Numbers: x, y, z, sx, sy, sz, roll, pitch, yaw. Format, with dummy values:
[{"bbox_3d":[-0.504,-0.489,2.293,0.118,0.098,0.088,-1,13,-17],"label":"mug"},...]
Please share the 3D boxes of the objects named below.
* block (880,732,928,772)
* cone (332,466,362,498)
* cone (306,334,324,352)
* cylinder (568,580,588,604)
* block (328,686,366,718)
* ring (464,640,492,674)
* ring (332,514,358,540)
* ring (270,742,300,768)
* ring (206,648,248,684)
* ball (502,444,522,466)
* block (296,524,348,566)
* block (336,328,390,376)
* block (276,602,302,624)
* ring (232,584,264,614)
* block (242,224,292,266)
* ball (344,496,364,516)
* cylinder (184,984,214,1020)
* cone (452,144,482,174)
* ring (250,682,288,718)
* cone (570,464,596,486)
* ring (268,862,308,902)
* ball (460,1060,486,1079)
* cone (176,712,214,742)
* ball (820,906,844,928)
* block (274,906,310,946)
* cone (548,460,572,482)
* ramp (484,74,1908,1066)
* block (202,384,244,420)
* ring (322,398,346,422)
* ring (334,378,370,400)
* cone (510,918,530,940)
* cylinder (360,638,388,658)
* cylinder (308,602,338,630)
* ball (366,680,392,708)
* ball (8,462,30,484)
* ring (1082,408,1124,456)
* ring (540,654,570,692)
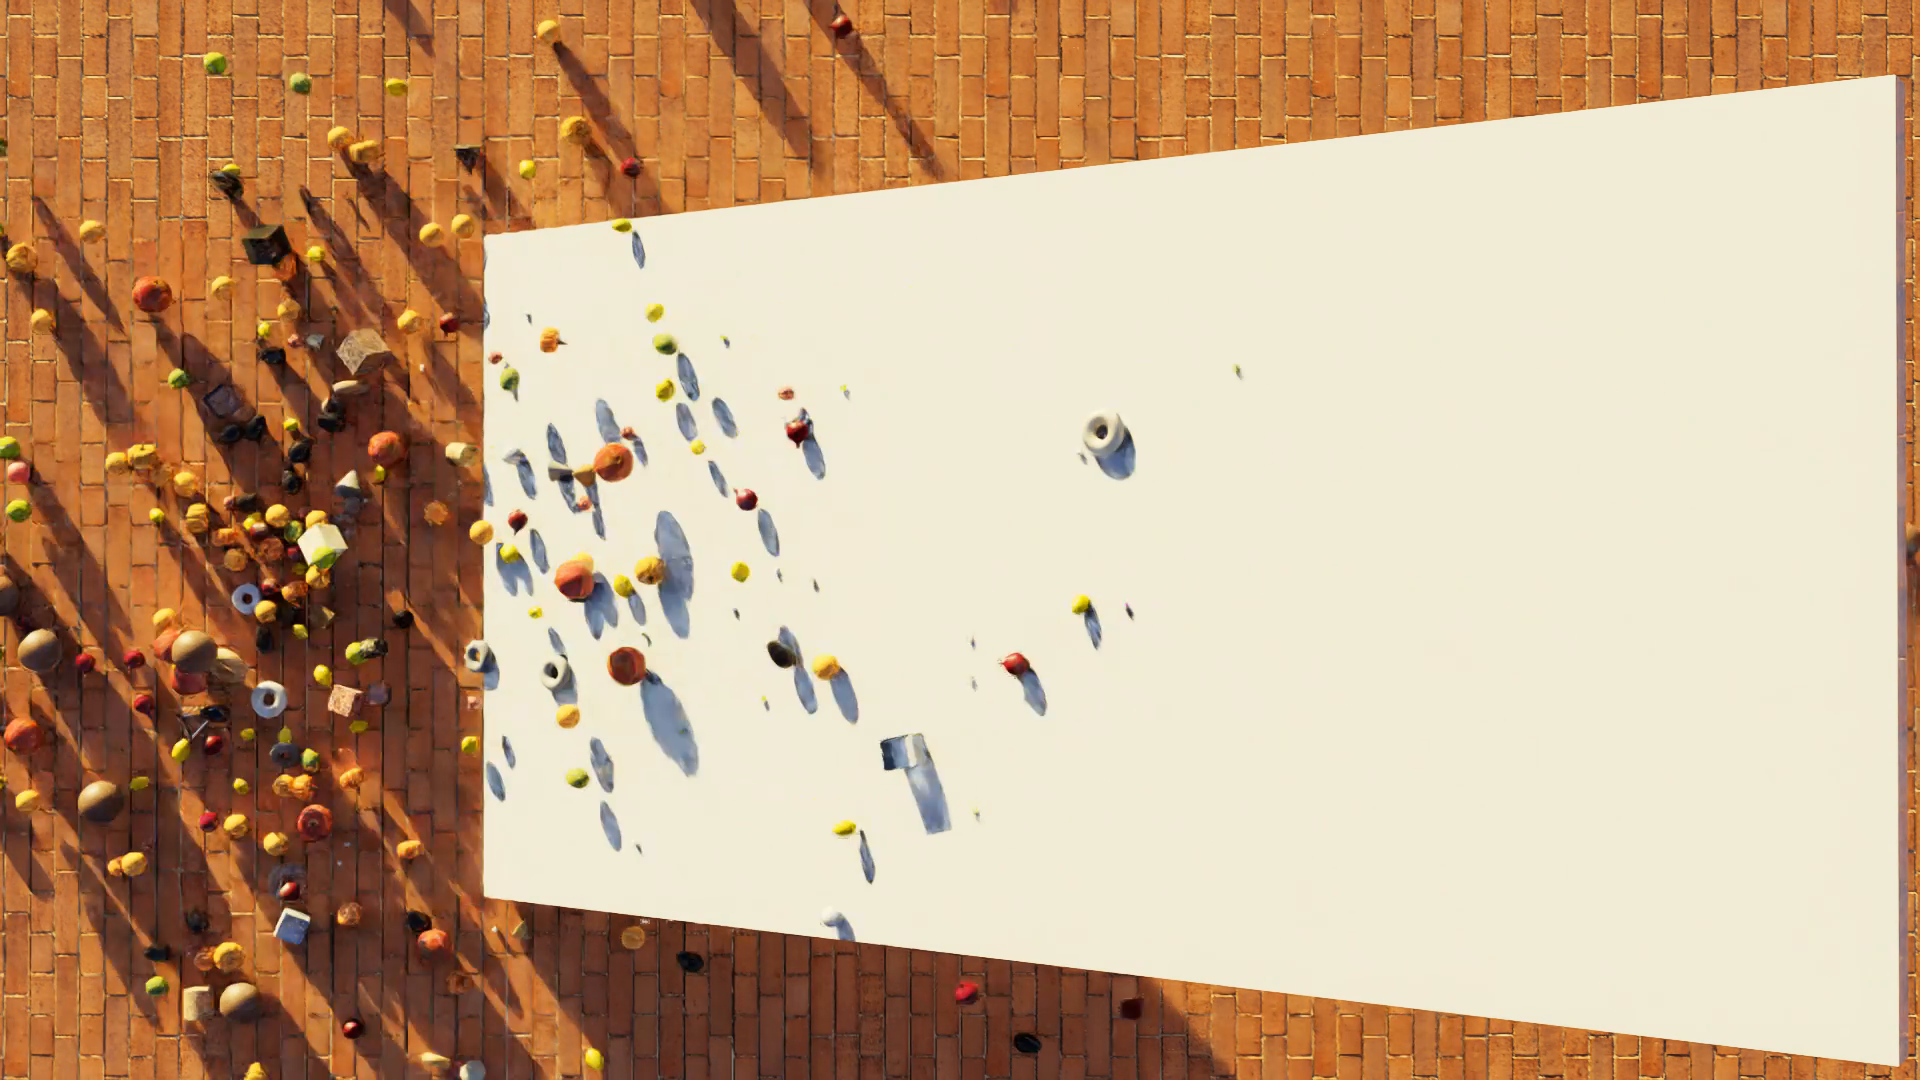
[{"bbox_3d":[-0.147,0.553,5.737,0.082,0.082,0.082,-16,81,33],"label":"block"},{"bbox_3d":[-1.858,-0.185,6.716,0.092,0.092,0.092,8,63,0],"label":"cone"},{"bbox_3d":[-1.964,-0.594,6.719,0.053,0.053,0.053,-3,47,4],"label":"cone"},{"bbox_3d":[-1.110,0.150,6.391,0.054,0.054,0.054,5,104,0],"label":"cylinder"},{"bbox_3d":[-1.861,0.490,6.684,0.075,0.075,0.075,18,90,16],"label":"block"},{"bbox_3d":[-1.454,0.353,6.637,0.103,0.034,0.103,0,91,35],"label":"ring"},{"bbox_3d":[-1.881,-0.040,6.722,0.083,0.028,0.083,0,91,1],"label":"ring"},{"bbox_3d":[-2.056,0.656,6.699,0.091,0.030,0.091,-2,121,-3],"label":"ring"},{"bbox_3d":[-2.228,0.381,6.677,0.134,0.134,0.045,25,49,0],"label":"ring"},{"bbox_3d":[-1.333,-0.253,6.545,0.063,0.063,0.063,0,90,0],"label":"ball"},{"bbox_3d":[-1.934,0.015,6.667,0.088,0.088,0.088,-38,71,20],"label":"block"},{"bbox_3d":[-1.803,-0.569,6.646,0.094,0.094,0.094,51,122,13],"label":"block"},{"bbox_3d":[-2.048,0.224,6.706,0.053,0.053,0.053,20,90,0],"label":"block"},{"bbox_3d":[-2.176,0.179,6.718,0.094,0.031,0.094,0,91,-2],"label":"ring"},{"bbox_3d":[-2.102,-0.894,6.667,0.090,0.090,0.090,2,126,20],"label":"block"},{"bbox_3d":[-1.849,-0.102,6.705,0.060,0.060,0.060,0,90,0],"label":"ball"},{"bbox_3d":[-2.310,1.404,6.678,0.089,0.089,0.089,0,90,0],"label":"cylinder"},{"bbox_3d":[-1.500,-1.158,6.714,0.090,0.090,0.090,-3,108,0],"label":"cone"},{"bbox_3d":[-2.109,0.487,6.713,0.111,0.037,0.111,0,89,-1],"label":"ring"},{"bbox_3d":[-1.108,-0.189,6.391,0.068,0.068,0.068,0,89,34],"label":"cone"},{"bbox_3d":[-2.051,1.044,6.706,0.123,0.041,0.123,0,88,0],"label":"ring"},{"bbox_3d":[-1.479,1.619,6.683,0.076,0.076,0.076,0,90,0],"label":"ball"},{"bbox_3d":[-2.323,0.551,6.709,0.096,0.096,0.096,-25,90,-27],"label":"cone"},{"bbox_3d":[-0.342,1.007,5.876,0.059,0.059,0.059,0,90,0],"label":"ball"},{"bbox_3d":[-2.026,1.170,6.676,0.078,0.078,0.078,25,90,-18],"label":"block"},{"bbox_3d":[-1.166,-0.205,6.453,0.067,0.067,0.067,-1,90,7],"label":"cone"},{"bbox_3d":[0.253,0.069,5.584,4.000,0.100,2.000,0,89,34],"label":"ramp"},{"bbox_3d":[-2.244,-0.422,6.701,0.075,0.075,0.075,-39,90,0],"label":"block"},{"bbox_3d":[-1.917,-0.398,6.726,0.075,0.025,0.075,0,89,1],"label":"ring"},{"bbox_3d":[-1.847,-0.459,6.680,0.111,0.111,0.037,7,66,0],"label":"ring"},{"bbox_3d":[-1.334,1.183,6.710,0.060,0.060,0.060,12,65,0],"label":"cone"},{"bbox_3d":[-1.775,0.328,6.663,0.057,0.057,0.057,-6,89,22],"label":"cylinder"},{"bbox_3d":[-1.943,0.233,6.702,0.062,0.062,0.062,36,90,0],"label":"cylinder"},{"bbox_3d":[-1.768,0.468,6.690,0.081,0.081,0.081,0,90,0],"label":"ball"},{"bbox_3d":[-2.865,-0.206,6.694,0.067,0.067,0.067,0,90,0],"label":"ball"},{"bbox_3d":[0.353,-0.267,5.437,0.117,0.039,0.117,-1,88,35],"label":"ring"},{"bbox_3d":[-1.190,0.391,6.460,0.110,0.037,0.110,-1,88,33],"label":"ring"}]
